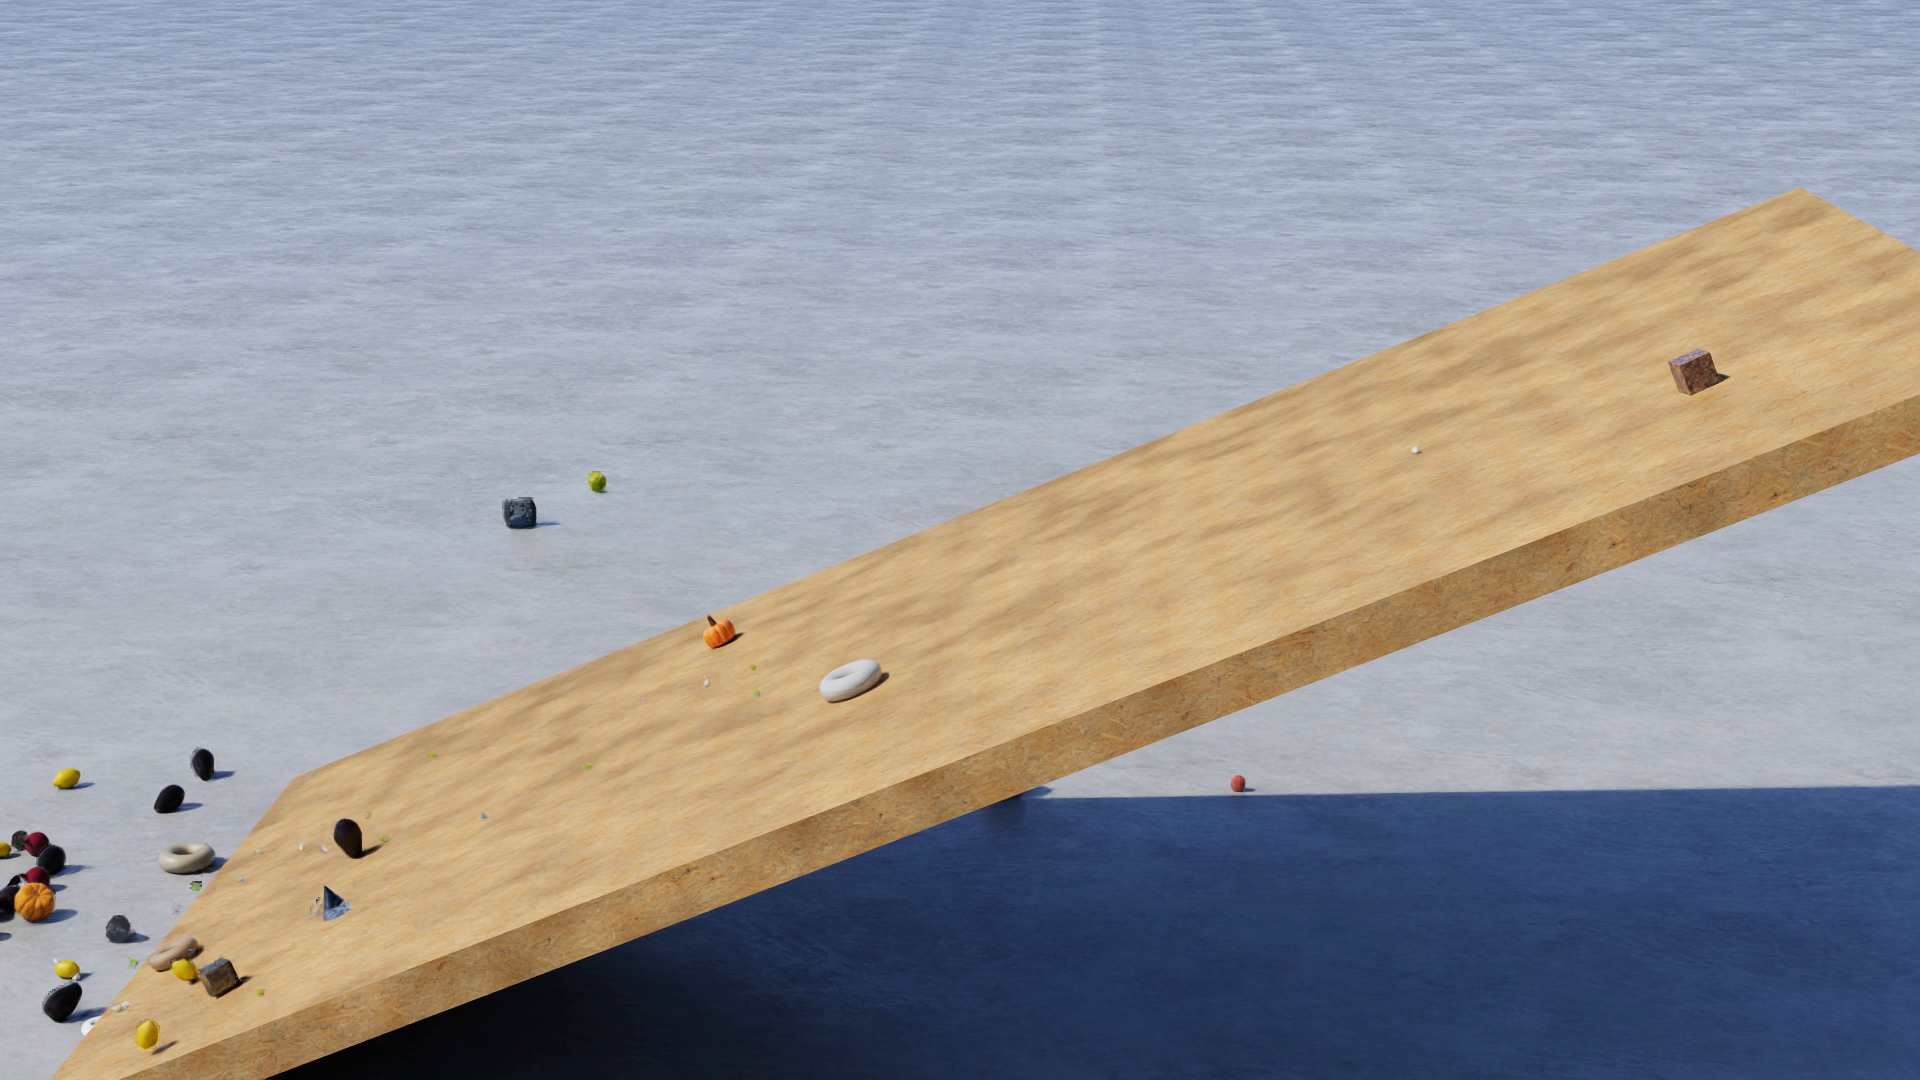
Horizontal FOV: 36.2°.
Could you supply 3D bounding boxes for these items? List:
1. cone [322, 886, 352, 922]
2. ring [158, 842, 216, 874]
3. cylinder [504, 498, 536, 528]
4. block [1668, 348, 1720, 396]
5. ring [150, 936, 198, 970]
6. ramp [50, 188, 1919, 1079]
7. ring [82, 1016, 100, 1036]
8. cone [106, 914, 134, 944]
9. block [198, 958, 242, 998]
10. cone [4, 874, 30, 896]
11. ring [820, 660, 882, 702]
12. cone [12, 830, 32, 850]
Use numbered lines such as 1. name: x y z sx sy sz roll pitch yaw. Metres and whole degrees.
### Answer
1. cone: -1.293 0.738 6.047 0.067 0.067 0.067 -22 12 5
2. ring: -1.877 0.771 7.140 0.136 0.045 0.136 -1 15 0
3. cylinder: -1.568 -0.096 10.483 0.093 0.093 0.093 -6 15 -23
4. block: 1.418 -0.324 5.680 0.064 0.064 0.064 -24 12 -3
5. ring: -1.660 0.873 6.211 0.107 0.036 0.107 -23 11 5
6. ramp: 0.126 0.173 6.289 4.000 0.100 2.000 -21 12 7
7. ring: -1.803 1.023 6.174 0.081 0.027 0.081 1 14 0
8. cone: -1.897 0.890 6.698 0.065 0.065 0.065 6 -11 23
9. block: -1.469 0.869 5.835 0.055 0.055 0.055 -29 14 -28
10. cone: -2.220 0.828 6.956 0.052 0.052 0.052 30 20 8
11. ring: -0.226 0.290 6.081 0.137 0.046 0.137 -21 13 5
12. cone: -2.330 0.749 7.273 0.050 0.050 0.050 -12 -8 -39
